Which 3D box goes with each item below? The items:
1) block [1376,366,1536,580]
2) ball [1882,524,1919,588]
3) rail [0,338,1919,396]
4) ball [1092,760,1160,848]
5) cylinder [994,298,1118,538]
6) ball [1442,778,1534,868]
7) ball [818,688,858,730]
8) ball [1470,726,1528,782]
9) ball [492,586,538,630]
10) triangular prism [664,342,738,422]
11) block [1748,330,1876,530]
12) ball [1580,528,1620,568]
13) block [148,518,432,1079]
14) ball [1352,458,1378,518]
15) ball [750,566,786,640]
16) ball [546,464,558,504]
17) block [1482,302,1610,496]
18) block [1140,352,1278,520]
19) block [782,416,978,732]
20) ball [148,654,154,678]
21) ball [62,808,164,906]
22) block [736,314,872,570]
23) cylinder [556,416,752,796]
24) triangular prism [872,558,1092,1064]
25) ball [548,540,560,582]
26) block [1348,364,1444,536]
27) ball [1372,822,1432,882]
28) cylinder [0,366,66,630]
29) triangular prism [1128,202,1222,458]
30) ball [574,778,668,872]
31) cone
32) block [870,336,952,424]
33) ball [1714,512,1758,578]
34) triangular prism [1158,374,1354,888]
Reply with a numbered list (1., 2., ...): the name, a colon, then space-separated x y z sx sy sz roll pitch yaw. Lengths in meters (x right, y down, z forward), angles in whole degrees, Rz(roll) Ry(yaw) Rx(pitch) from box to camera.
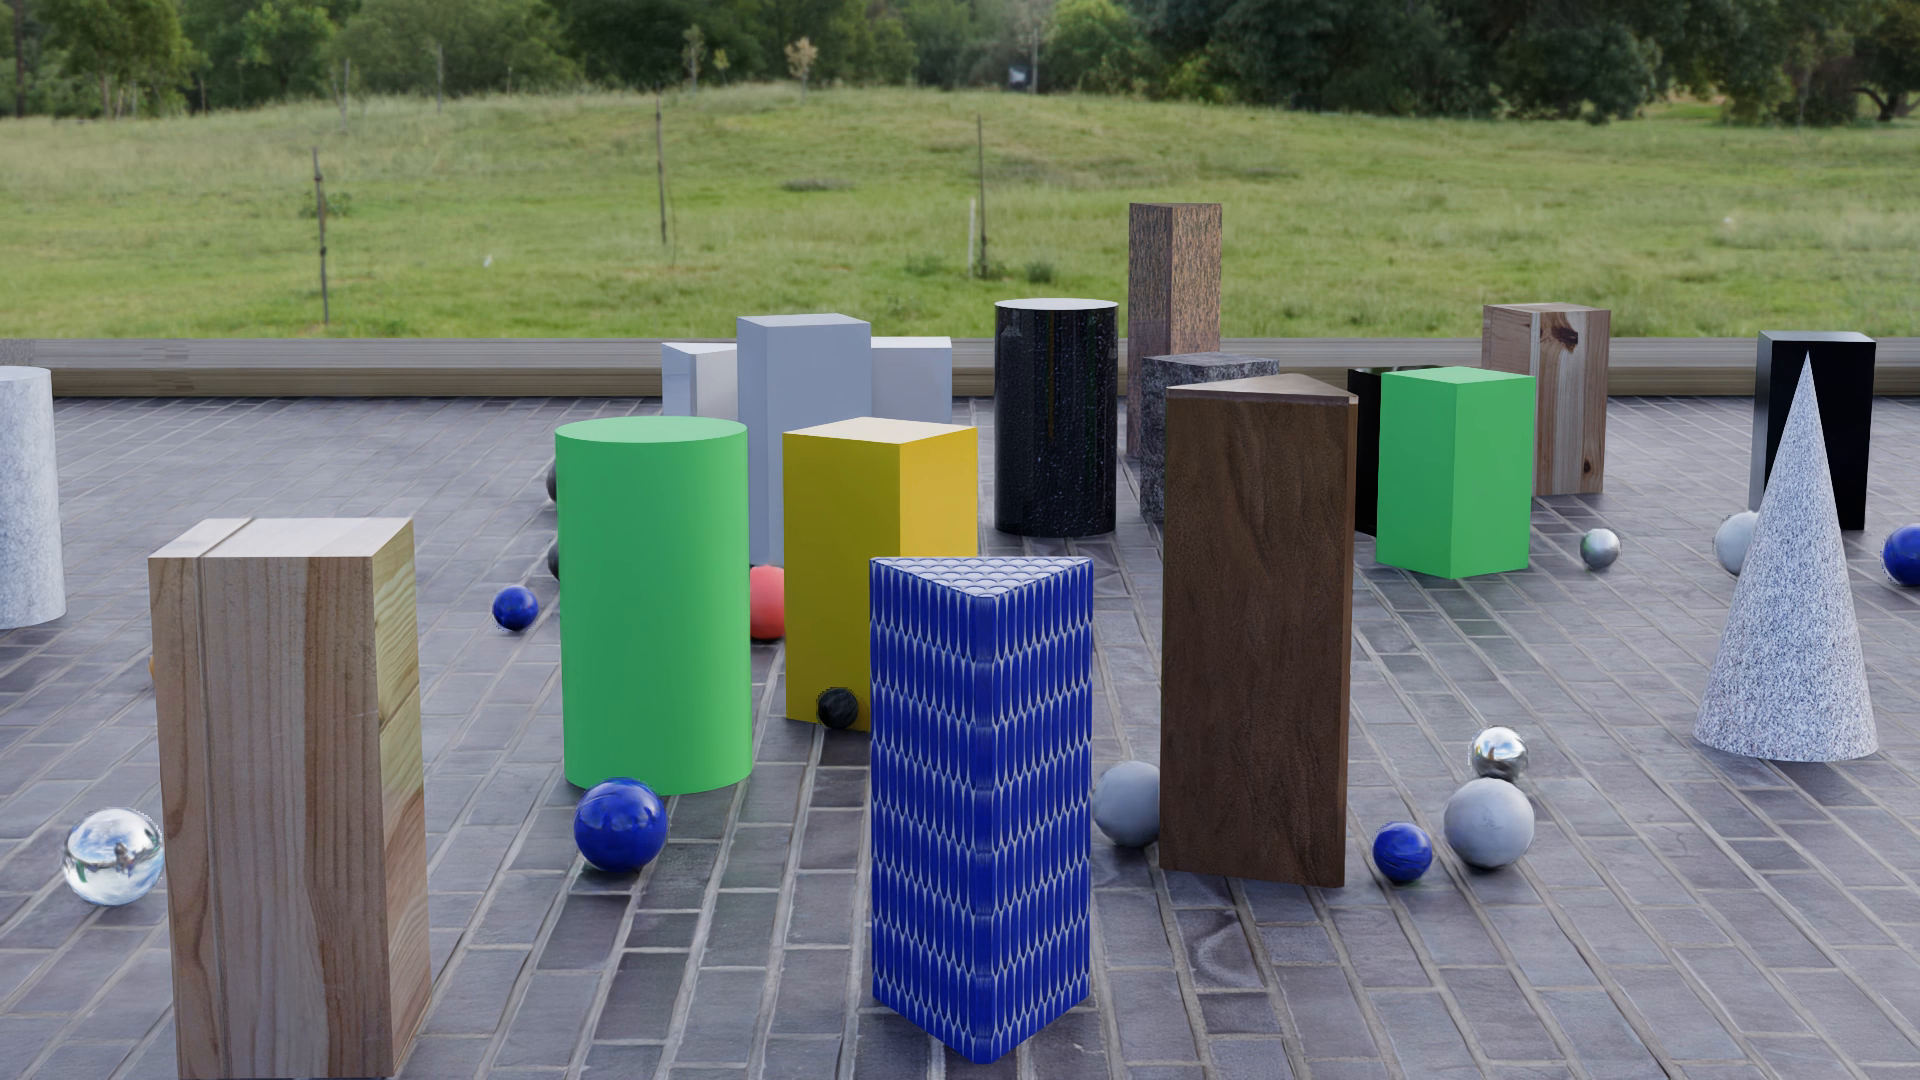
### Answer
1. block: 0.724 -0.102 3.755 0.156 0.282 0.156 -7 13 -33
2. ball: 1.348 0.022 3.615 0.090 0.090 0.090 0 11 0
3. rail: -0.013 -0.381 5.677 4.407 0.127 0.045 0 11 0
4. ball: 0.165 0.249 2.416 0.081 0.081 0.081 0 11 0
5. cylinder: 0.152 -0.196 4.061 0.195 0.355 0.195 0 11 0
6. ball: 0.485 0.259 2.353 0.083 0.083 0.083 0 11 0
7. ball: -0.134 0.186 2.824 0.045 0.045 0.045 0 11 0
8. ball: 0.552 0.221 2.627 0.059 0.059 0.059 0 11 0
9. ball: -0.579 0.088 3.338 0.060 0.060 0.060 0 11 0
10. triangular prism: -0.403 -0.150 3.960 0.146 0.301 0.169 8 13 38
11. block: 1.366 -0.179 4.121 0.156 0.299 0.156 2 11 9
12. ball: 0.936 0.012 3.753 0.058 0.058 0.058 0 11 0
13. block: -0.492 0.187 1.909 0.156 0.386 0.156 0 11 -1
14. ball: 0.676 -0.083 4.161 0.097 0.097 0.097 0 11 0
15. ball: -0.249 0.080 3.284 0.095 0.095 0.095 0 11 0
16. ball: -0.640 -0.094 4.244 0.088 0.088 0.088 0 11 0
17. block: 1.010 -0.246 4.445 0.156 0.314 0.156 -3 11 -18
18. block: 0.403 -0.165 4.159 0.156 0.258 0.156 -7 13 -34
19. block: -0.088 0.037 2.888 0.156 0.325 0.156 7 12 32
20. ball: -0.942 0.150 3.050 0.043 0.043 0.043 0 11 0
21. ball: -0.741 0.278 2.246 0.086 0.086 0.086 0 11 0
22. block: -0.229 -0.143 3.763 0.156 0.360 0.156 -4 11 -20
23. cylinder: -0.315 0.064 2.649 0.195 0.360 0.195 0 11 0
24. triangular prism: 0.038 0.194 1.969 0.146 0.352 0.169 -6 12 -30
25. ball: -0.549 0.028 3.633 0.070 0.070 0.070 0 11 0
26. block: 0.713 -0.138 4.027 0.156 0.253 0.156 -4 11 -21
27. ball: 0.399 0.281 2.314 0.054 0.054 0.054 0 11 0
28. cylinder: -1.298 -0.058 3.403 0.195 0.325 0.195 0 11 0
29. triangular prism: 0.374 -0.388 4.777 0.146 0.472 0.169 8 13 38
30. ball: -0.310 0.260 2.340 0.086 0.086 0.086 0 11 0
31. cone: 0.903 0.007 2.771 0.195 0.426 0.195 0 11 0
32. block: -0.092 -0.159 4.012 0.156 0.301 0.156 0 11 -1
33. ball: 1.129 0.008 3.666 0.098 0.098 0.098 0 11 0
34. triangular prism: 0.287 0.076 2.355 0.169 0.443 0.146 4 11 20
